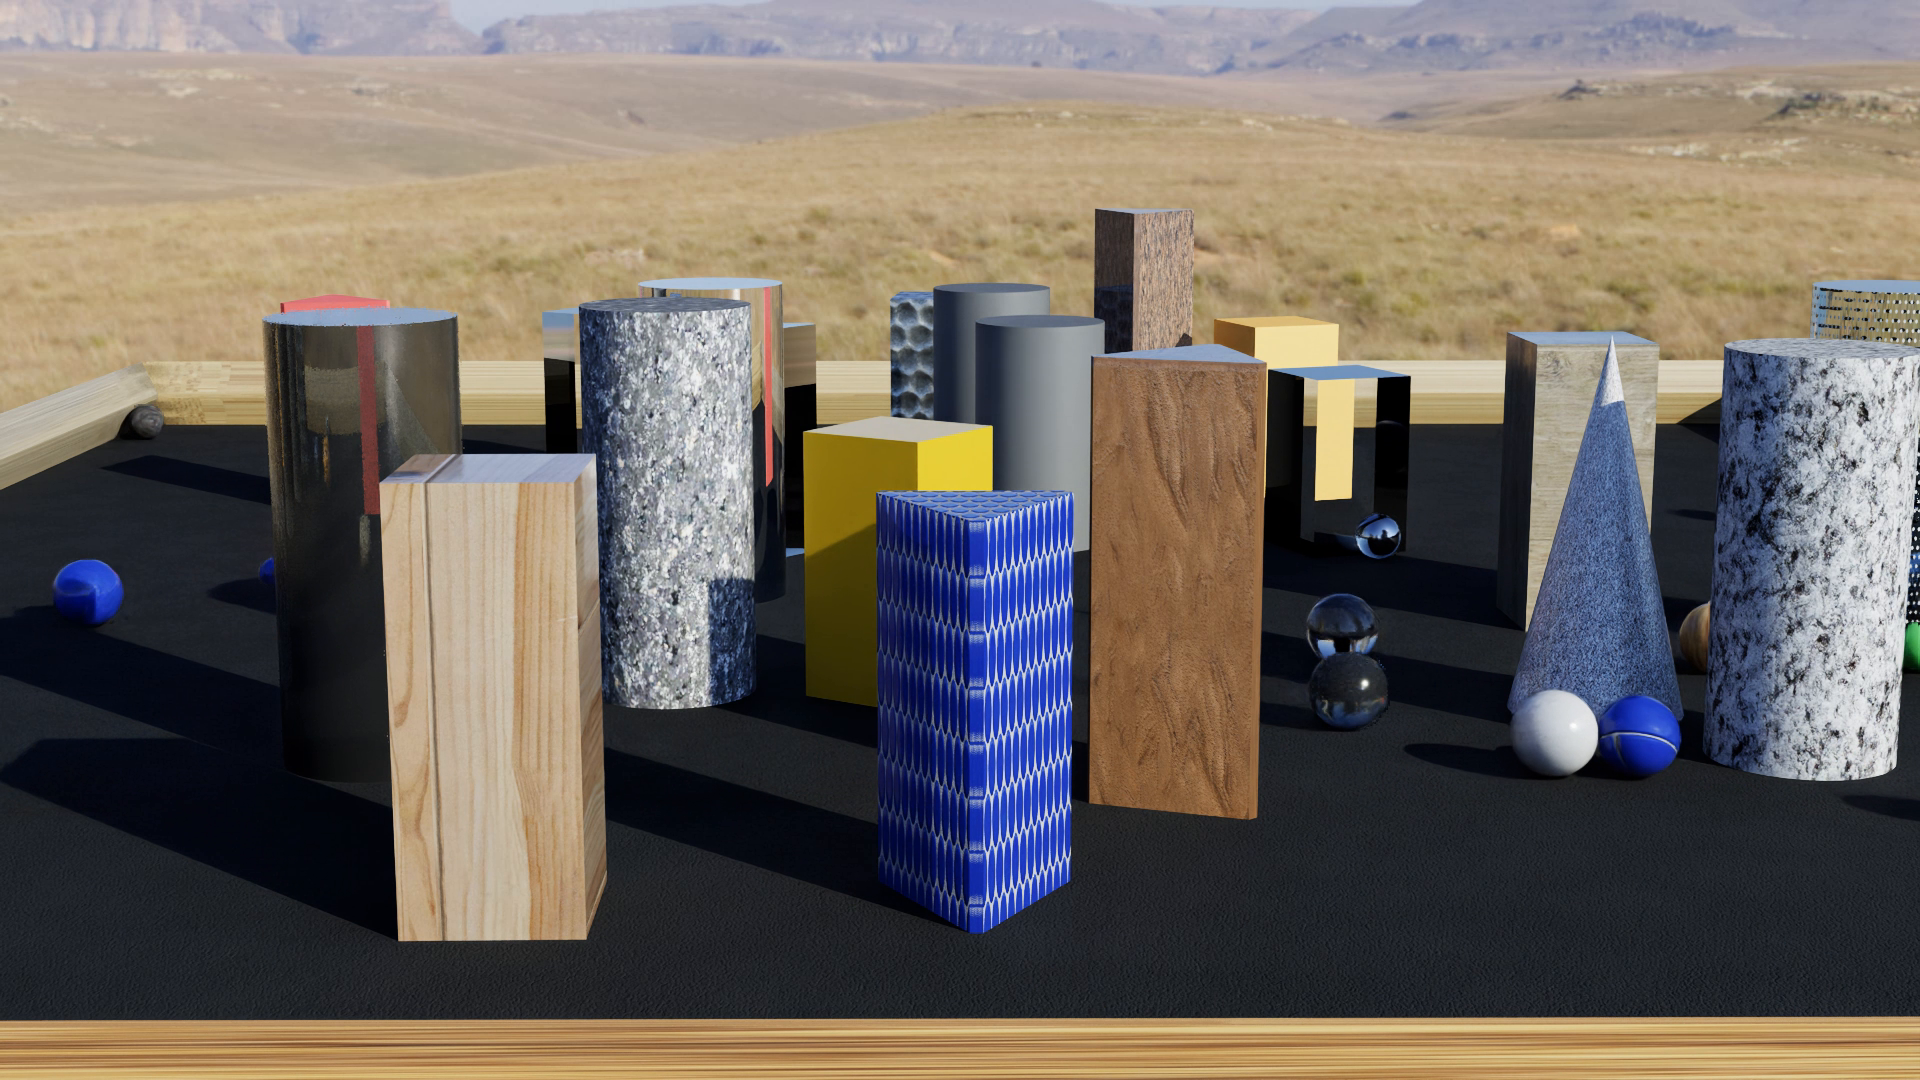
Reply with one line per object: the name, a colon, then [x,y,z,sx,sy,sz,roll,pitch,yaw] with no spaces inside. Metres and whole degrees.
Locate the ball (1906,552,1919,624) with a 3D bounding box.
ball: [1.270,0.063,3.386,0.094,0.094,0.094,0,10,0]

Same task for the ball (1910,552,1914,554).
ball: [1.265,0.050,3.480,0.085,0.085,0.085,0,10,0]

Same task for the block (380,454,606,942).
block: [-0.396,0.131,2.205,0.158,0.390,0.158,0,10,-1]

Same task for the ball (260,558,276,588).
ball: [-0.965,0.046,3.618,0.043,0.043,0.043,0,10,0]

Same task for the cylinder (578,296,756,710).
cylinder: [-0.340,-0.048,2.994,0.197,0.454,0.197,0,10,0]

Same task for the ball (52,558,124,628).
ball: [-1.144,0.069,3.364,0.089,0.089,0.089,0,10,0]

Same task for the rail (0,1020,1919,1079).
rail: [0.010,0.364,1.661,3.325,0.128,0.045,0,10,0]

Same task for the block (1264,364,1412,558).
block: [0.574,-0.122,3.911,0.158,0.267,0.158,-4,11,-21]

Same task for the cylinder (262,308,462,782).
cylinder: [-0.619,0.000,2.691,0.197,0.470,0.197,0,10,0]

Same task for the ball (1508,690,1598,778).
ball: [0.614,0.200,2.656,0.090,0.090,0.090,0,10,0]

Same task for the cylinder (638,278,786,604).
cylinder: [-0.341,-0.139,3.549,0.197,0.432,0.197,0,10,0]

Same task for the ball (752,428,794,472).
ball: [-0.340,-0.164,4.655,0.078,0.078,0.078,0,10,0]

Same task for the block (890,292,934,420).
block: [-0.039,-0.295,4.721,0.158,0.311,0.158,1,11,6]

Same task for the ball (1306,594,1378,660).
ball: [0.469,0.109,3.149,0.089,0.089,0.089,0,10,0]

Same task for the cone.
cone: [0.727,-0.018,2.898,0.197,0.430,0.197,0,10,0]

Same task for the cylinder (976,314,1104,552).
cylinder: [0.122,-0.165,3.938,0.197,0.342,0.197,0,10,0]

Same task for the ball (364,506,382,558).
ball: [-0.845,-0.014,3.822,0.086,0.086,0.086,0,10,0]

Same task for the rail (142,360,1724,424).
rail: [-0.010,-0.298,5.237,3.325,0.128,0.045,0,10,0]

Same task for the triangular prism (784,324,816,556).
triangular prism: [-0.328,-0.151,3.856,0.148,0.344,0.171,8,13,38]

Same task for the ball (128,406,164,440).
ball: [-1.605,-0.232,5.054,0.067,0.067,0.067,0,10,0]

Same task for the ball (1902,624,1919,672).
ball: [1.165,0.131,3.117,0.058,0.058,0.058,0,10,0]

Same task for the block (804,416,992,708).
block: [-0.071,0.025,2.996,0.158,0.312,0.158,7,12,32]

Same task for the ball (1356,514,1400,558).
ball: [0.624,-0.005,3.829,0.067,0.067,0.067,0,10,0]

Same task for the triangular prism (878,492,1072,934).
triangular prism: [0.035,0.139,2.256,0.148,0.356,0.171,-6,12,-30]

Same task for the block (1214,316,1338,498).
block: [0.543,-0.233,4.443,0.158,0.291,0.158,-4,11,-20]

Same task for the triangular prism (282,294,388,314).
triangular prism: [-1.046,-0.236,4.316,0.171,0.342,0.148,-3,11,-15]

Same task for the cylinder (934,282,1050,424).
cylinder: [0.054,-0.251,4.363,0.197,0.356,0.197,0,10,0]

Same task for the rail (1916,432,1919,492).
rail: [1.639,0.031,3.458,0.045,0.128,3.684,0,10,0]

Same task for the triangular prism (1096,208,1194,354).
triangular prism: [0.297,-0.341,4.514,0.148,0.477,0.171,8,13,38]

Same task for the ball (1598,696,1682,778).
ball: [0.702,0.203,2.654,0.085,0.085,0.085,0,10,0]

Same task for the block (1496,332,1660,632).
block: [0.812,-0.080,3.386,0.158,0.375,0.158,0,11,-2]

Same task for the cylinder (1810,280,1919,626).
cylinder: [1.160,-0.090,3.221,0.197,0.456,0.197,0,10,0]

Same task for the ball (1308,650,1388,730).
ball: [0.431,0.167,2.844,0.088,0.088,0.088,0,10,0]

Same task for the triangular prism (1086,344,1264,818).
triangular prism: [0.233,0.035,2.567,0.171,0.448,0.148,4,11,20]

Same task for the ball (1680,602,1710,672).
ball: [0.915,0.119,3.104,0.088,0.088,0.088,0,10,0]

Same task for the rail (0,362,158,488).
rail: [-1.639,0.035,3.440,0.045,0.128,3.684,0,10,0]

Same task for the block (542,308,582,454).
block: [-0.632,-0.264,4.598,0.158,0.296,0.158,6,12,29]

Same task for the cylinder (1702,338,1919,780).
cylinder: [0.896,0.016,2.702,0.197,0.437,0.197,0,10,0]
